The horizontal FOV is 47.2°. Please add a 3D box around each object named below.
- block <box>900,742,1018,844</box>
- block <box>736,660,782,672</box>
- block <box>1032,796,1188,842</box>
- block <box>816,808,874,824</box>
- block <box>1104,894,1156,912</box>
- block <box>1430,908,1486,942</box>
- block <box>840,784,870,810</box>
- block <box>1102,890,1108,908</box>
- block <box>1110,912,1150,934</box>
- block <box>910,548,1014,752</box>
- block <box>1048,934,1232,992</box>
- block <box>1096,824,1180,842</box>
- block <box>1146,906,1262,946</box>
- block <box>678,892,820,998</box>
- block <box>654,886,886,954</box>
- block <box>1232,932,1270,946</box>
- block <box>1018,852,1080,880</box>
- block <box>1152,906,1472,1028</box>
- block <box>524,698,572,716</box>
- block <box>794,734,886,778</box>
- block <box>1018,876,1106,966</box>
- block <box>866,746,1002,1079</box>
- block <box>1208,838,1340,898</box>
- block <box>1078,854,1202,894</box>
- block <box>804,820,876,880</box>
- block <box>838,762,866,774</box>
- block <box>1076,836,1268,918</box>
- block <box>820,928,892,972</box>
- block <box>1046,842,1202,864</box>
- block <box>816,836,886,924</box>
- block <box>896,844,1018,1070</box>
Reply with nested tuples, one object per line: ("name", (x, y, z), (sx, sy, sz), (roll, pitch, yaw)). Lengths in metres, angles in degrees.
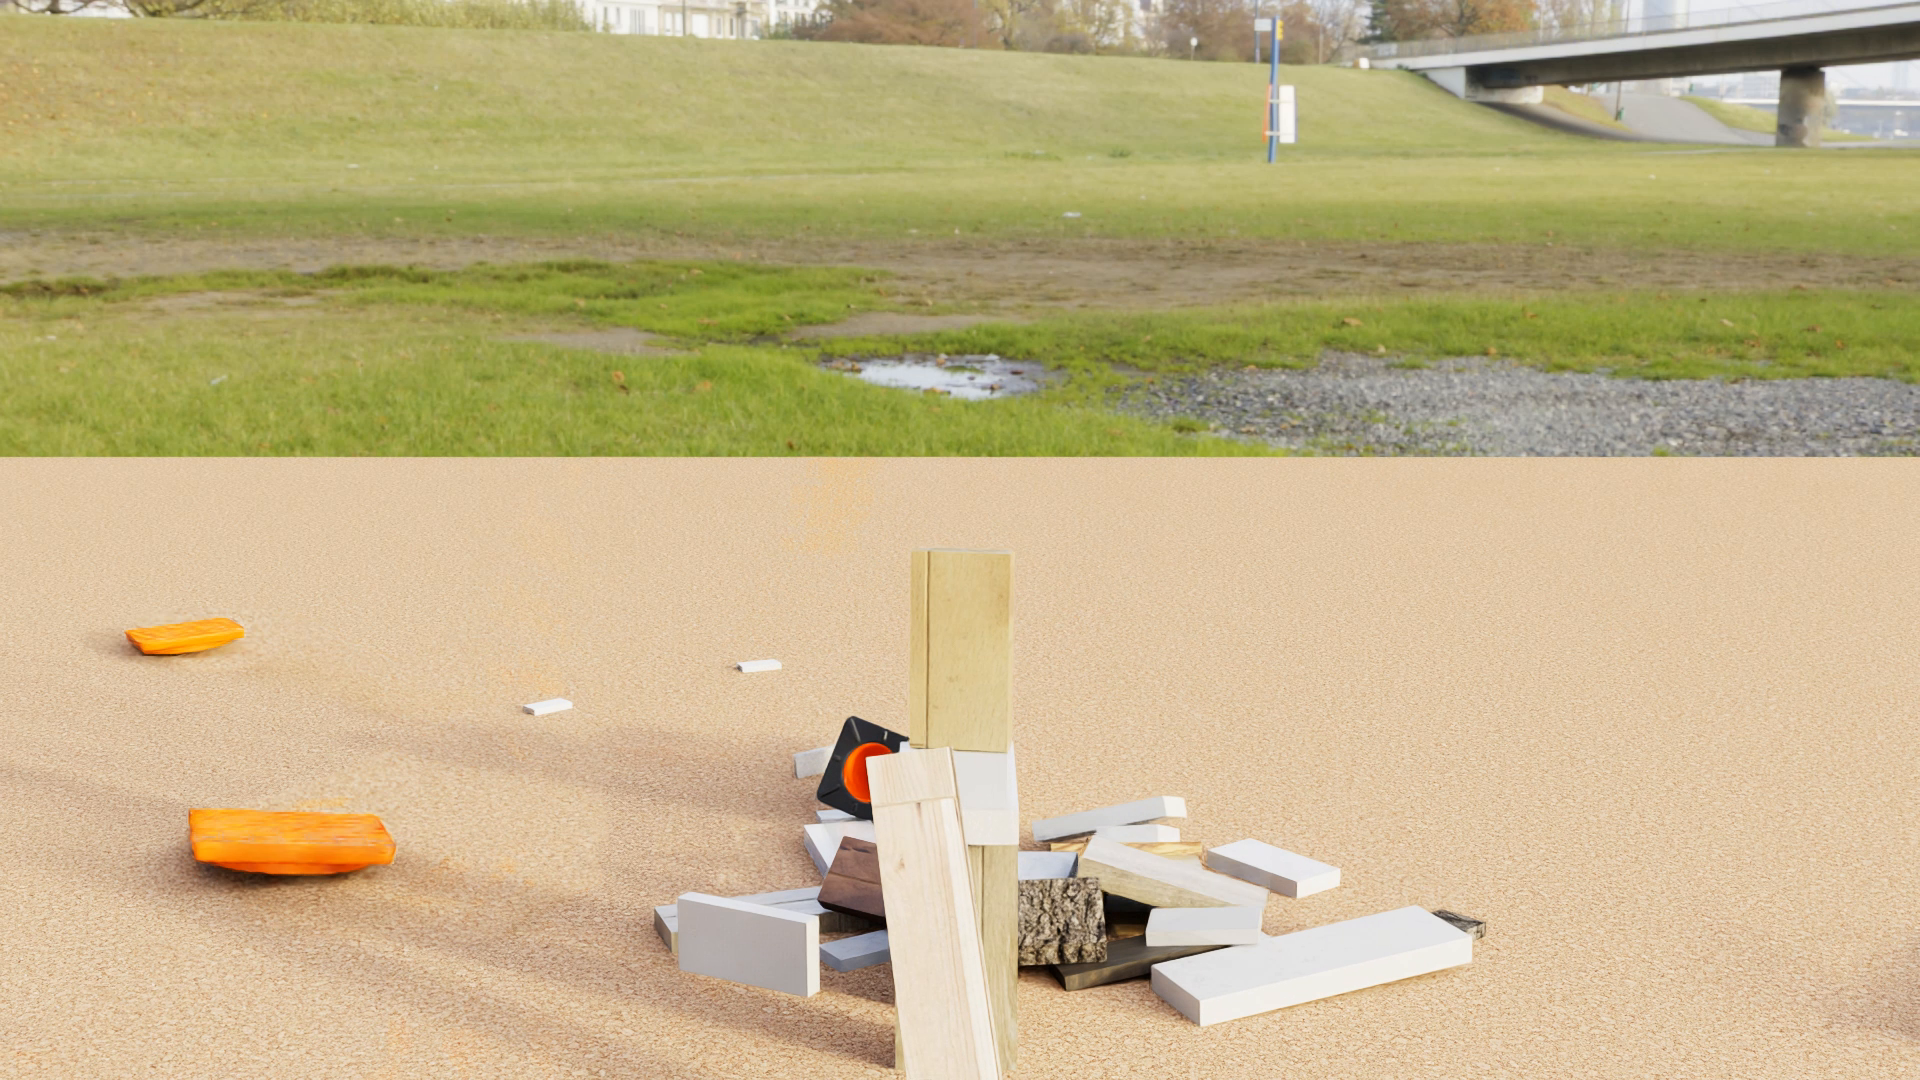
("block", (-0.005, 0.347, 3.047), (0.164, 0.047, 0.329), (0, 11, 0))
("block", (-0.476, 0.298, 5.205), (0.095, 0.014, 0.048), (-5, 11, -24))
("block", (0.261, 0.488, 3.834), (0.243, 0.034, 0.121), (-14, -13, 20))
("block", (-0.207, 0.511, 4.052), (0.108, 0.015, 0.054), (-3, 11, -14))
("block", (0.192, 0.578, 3.638), (0.252, 0.036, 0.126), (0, 11, -2))
("block", (0.739, 0.619, 3.445), (0.168, 0.024, 0.084), (-10, 14, -42))
("block", (-0.197, 0.488, 4.176), (0.054, 0.015, 0.108), (0, 11, 0))
("block", (0.183, 0.550, 3.550), (0.116, 0.058, 0.016), (16, 17, 22))
("block", (0.299, 0.612, 3.508), (0.116, 0.016, 0.058), (0, 11, 2))
("block", (0.003, 0.157, 3.158), (0.143, 0.285, 0.040), (2, 7, 10))
("block", (0.271, 0.626, 3.318), (0.264, 0.024, 0.084), (-10, 14, -14))
("block", (0.309, 0.511, 3.792), (0.105, 0.030, 0.210), (-4, -10, 15))
("block", (0.371, 0.586, 3.336), (0.168, 0.024, 0.084), (-4, 14, 12))
("block", (-0.317, 0.603, 3.284), (0.230, 0.115, 0.033), (6, 12, 28))
("block", (-0.302, 0.601, 3.515), (0.352, 0.034, 0.121), (-4, 11, -20))
("block", (0.397, 0.630, 3.387), (0.168, 0.024, 0.084), (-5, 11, -23))
("block", (0.033, 0.553, 3.505), (0.293, 0.041, 0.146), (-2, 24, 18))
("block", (0.525, 0.630, 3.271), (0.468, 0.040, 0.143), (-8, 14, -23))
("block", (-0.906, 0.367, 4.835), (0.095, 0.014, 0.048), (-10, 14, -42))
("block", (-0.237, 0.427, 4.352), (0.190, 0.047, 0.013), (-12, 19, -21))
("block", (0.074, 0.579, 3.329), (0.285, 0.040, 0.143), (-3, 34, 0))
("block", (-0.028, 0.526, 2.766), (0.115, 0.556, 0.033), (-7, -29, -4))
("block", (0.534, 0.559, 3.753), (0.105, 0.030, 0.210), (-8, 13, -38))
("block", (0.291, 0.549, 3.614), (0.210, 0.030, 0.105), (0, 11, -1))
("block", (-0.190, 0.544, 3.822), (0.121, 0.034, 0.243), (-3, 11, -14))
("block", (-0.232, 0.448, 4.396), (0.095, 0.013, 0.047), (7, 13, 34))
("block", (0.337, 0.547, 3.477), (0.292, 0.041, 0.146), (16, 8, 8))
("block", (-0.139, 0.631, 3.391), (0.147, 0.021, 0.073), (-7, 13, -33))
("block", (0.276, 0.536, 3.732), (0.252, 0.036, 0.126), (0, -12, -2))
("block", (-0.098, 0.547, 3.461), (0.230, 0.115, 0.033), (10, -30, 24))
("block", (-0.005, 0.552, 2.973), (0.164, 0.329, 0.047), (0, 10, 0))
